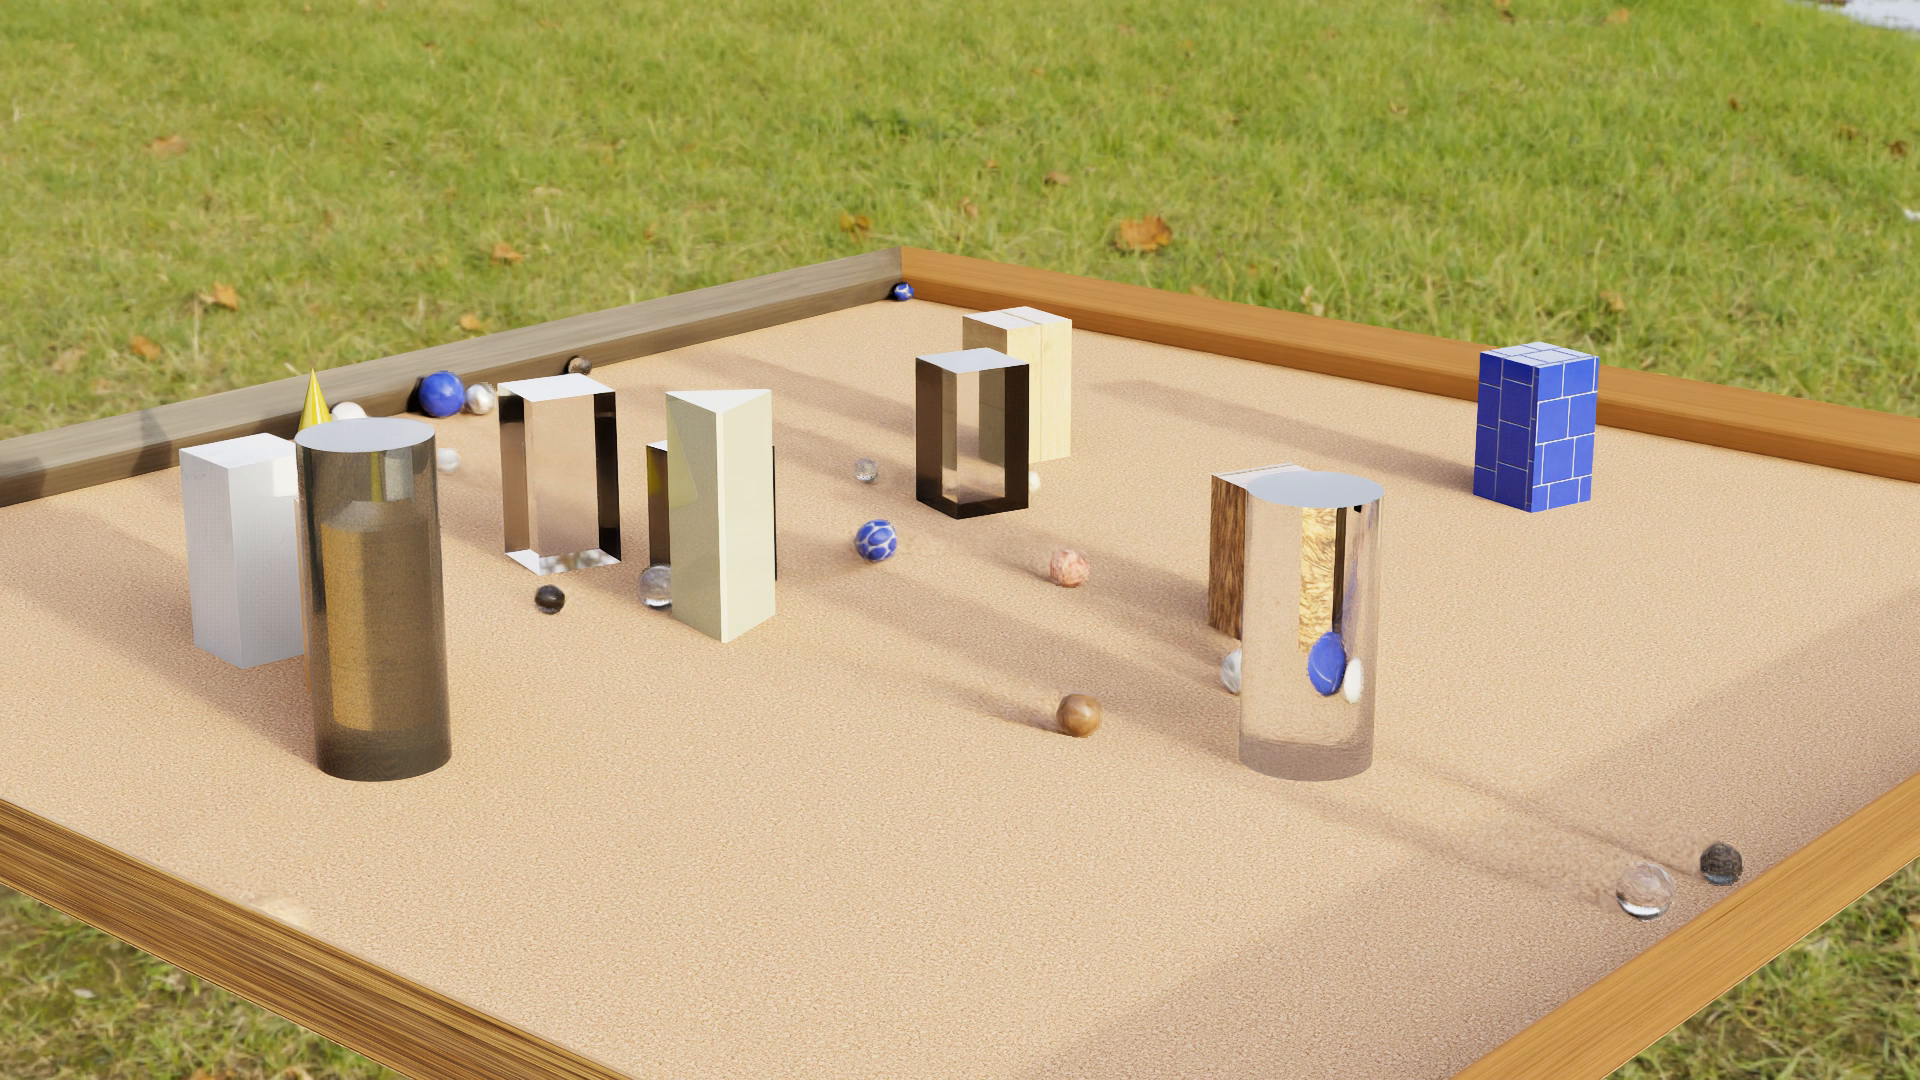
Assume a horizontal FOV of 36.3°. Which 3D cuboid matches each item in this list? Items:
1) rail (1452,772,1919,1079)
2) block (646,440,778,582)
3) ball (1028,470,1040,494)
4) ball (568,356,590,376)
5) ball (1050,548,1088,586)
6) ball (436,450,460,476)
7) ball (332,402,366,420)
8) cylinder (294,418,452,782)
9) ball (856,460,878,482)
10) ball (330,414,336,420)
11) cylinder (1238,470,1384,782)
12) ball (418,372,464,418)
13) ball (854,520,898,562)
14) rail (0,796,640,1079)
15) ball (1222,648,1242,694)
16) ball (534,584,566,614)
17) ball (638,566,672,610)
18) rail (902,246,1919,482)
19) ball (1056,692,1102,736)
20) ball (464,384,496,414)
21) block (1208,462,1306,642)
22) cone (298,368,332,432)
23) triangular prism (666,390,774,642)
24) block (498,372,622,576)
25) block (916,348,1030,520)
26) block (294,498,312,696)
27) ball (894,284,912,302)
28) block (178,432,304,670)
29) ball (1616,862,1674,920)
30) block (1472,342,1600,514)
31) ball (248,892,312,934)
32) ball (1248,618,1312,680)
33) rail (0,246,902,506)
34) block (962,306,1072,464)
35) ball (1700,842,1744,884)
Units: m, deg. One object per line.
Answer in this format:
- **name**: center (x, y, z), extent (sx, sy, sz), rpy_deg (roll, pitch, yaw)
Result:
- **rail**: center (1.311, 0.361, 4.030), extent (0.045, 0.130, 3.594), rpy_deg (14, 22, 39)
- **block**: center (-0.438, -0.047, 5.181), extent (0.160, 0.250, 0.160), rpy_deg (-16, 23, -42)
- **ball**: center (0.136, -0.114, 5.757), extent (0.044, 0.044, 0.044), rpy_deg (0, 17, 0)
- **ball**: center (-0.865, -0.392, 6.670), extent (0.049, 0.049, 0.049), rpy_deg (0, 17, 0)
- **ball**: center (0.193, 0.048, 5.179), extent (0.068, 0.068, 0.068), rpy_deg (0, 17, 0)
- **ball**: center (-1.030, -0.156, 5.885), extent (0.052, 0.052, 0.052), rpy_deg (0, 17, 0)
- **ball**: center (-1.287, -0.254, 6.168), extent (0.075, 0.075, 0.075), rpy_deg (0, 17, 0)
- **cylinder**: center (-0.859, 0.086, 4.306), extent (0.199, 0.498, 0.199), rpy_deg (0, 17, 0)
- **ball**: center (-0.186, -0.137, 5.831), extent (0.046, 0.046, 0.046), rpy_deg (0, 17, 0)
- **ball**: center (-1.330, -0.233, 6.114), extent (0.067, 0.067, 0.067), rpy_deg (0, 17, 0)
- **cylinder**: center (0.516, 0.125, 4.319), extent (0.199, 0.416, 0.199), rpy_deg (0, 17, 0)
- **ball**: center (-1.119, -0.313, 6.324), extent (0.099, 0.099, 0.099), rpy_deg (0, 17, 0)
- **ball**: center (-0.152, 0.002, 5.315), extent (0.077, 0.077, 0.077), rpy_deg (0, 17, 0)
- **rail**: center (-1.163, 0.419, 3.838), extent (3.520, 0.130, 0.045), rpy_deg (14, 22, 39)
- **ball**: center (0.450, 0.208, 4.639), extent (0.073, 0.073, 0.073), rpy_deg (0, 17, 0)
- **ball**: center (-0.703, 0.102, 5.027), extent (0.052, 0.052, 0.052), rpy_deg (0, 17, 0)
- **ball**: center (-0.515, 0.083, 5.049), extent (0.076, 0.076, 0.076), rpy_deg (0, 17, 0)
- **rail**: center (1.163, -0.354, 6.402), extent (3.520, 0.130, 0.045), rpy_deg (14, 22, 39)
- **ball**: center (0.181, 0.265, 4.460), extent (0.068, 0.068, 0.068), rpy_deg (0, 17, 0)
- **ball**: center (-1.039, -0.304, 6.350), extent (0.067, 0.067, 0.067), rpy_deg (0, 17, 0)
- **block**: center (0.529, 0.026, 4.910), extent (0.160, 0.265, 0.160), rpy_deg (-9, 19, -28)
- **cone**: center (-1.163, -0.141, 5.315), extent (0.199, 0.352, 0.199), rpy_deg (0, 17, 0)
- **triangular prism**: center (-0.380, -0.051, 4.939), extent (0.150, 0.395, 0.173), rpy_deg (-12, 20, -34)
- **block**: center (-0.724, -0.121, 5.302), extent (0.160, 0.320, 0.160), rpy_deg (-10, 19, -29)
- **block**: center (0.023, -0.207, 5.645), extent (0.160, 0.286, 0.160), rpy_deg (-9, 19, -29)
- **block**: center (-0.934, 0.097, 4.584), extent (0.160, 0.317, 0.160), rpy_deg (-7, 18, -23)
- **ball**: center (-0.145, -0.631, 7.470), extent (0.047, 0.047, 0.047), rpy_deg (0, 17, 0)
- **block**: center (-1.159, 0.016, 4.818), extent (0.160, 0.338, 0.160), rpy_deg (-15, 22, -40)
- **ball**: center (0.891, 0.456, 3.812), extent (0.074, 0.074, 0.074), rpy_deg (0, 17, 0)
- **block**: center (1.117, -0.220, 5.691), extent (0.160, 0.286, 0.160), rpy_deg (-11, 20, -33)
- **ball**: center (-0.858, 0.488, 3.674), extent (0.092, 0.092, 0.092), rpy_deg (0, 17, 0)
- **ball**: center (0.513, 0.174, 4.704), extent (0.100, 0.100, 0.100), rpy_deg (0, 17, 0)
- **rail**: center (-1.311, -0.296, 6.210), extent (0.045, 0.130, 3.594), rpy_deg (14, 22, 39)
- **block**: center (0.116, -0.315, 6.007), extent (0.160, 0.286, 0.160), rpy_deg (-11, 20, -33)
- **ball**: center (1.018, 0.433, 3.921), extent (0.056, 0.056, 0.056), rpy_deg (0, 17, 0)
